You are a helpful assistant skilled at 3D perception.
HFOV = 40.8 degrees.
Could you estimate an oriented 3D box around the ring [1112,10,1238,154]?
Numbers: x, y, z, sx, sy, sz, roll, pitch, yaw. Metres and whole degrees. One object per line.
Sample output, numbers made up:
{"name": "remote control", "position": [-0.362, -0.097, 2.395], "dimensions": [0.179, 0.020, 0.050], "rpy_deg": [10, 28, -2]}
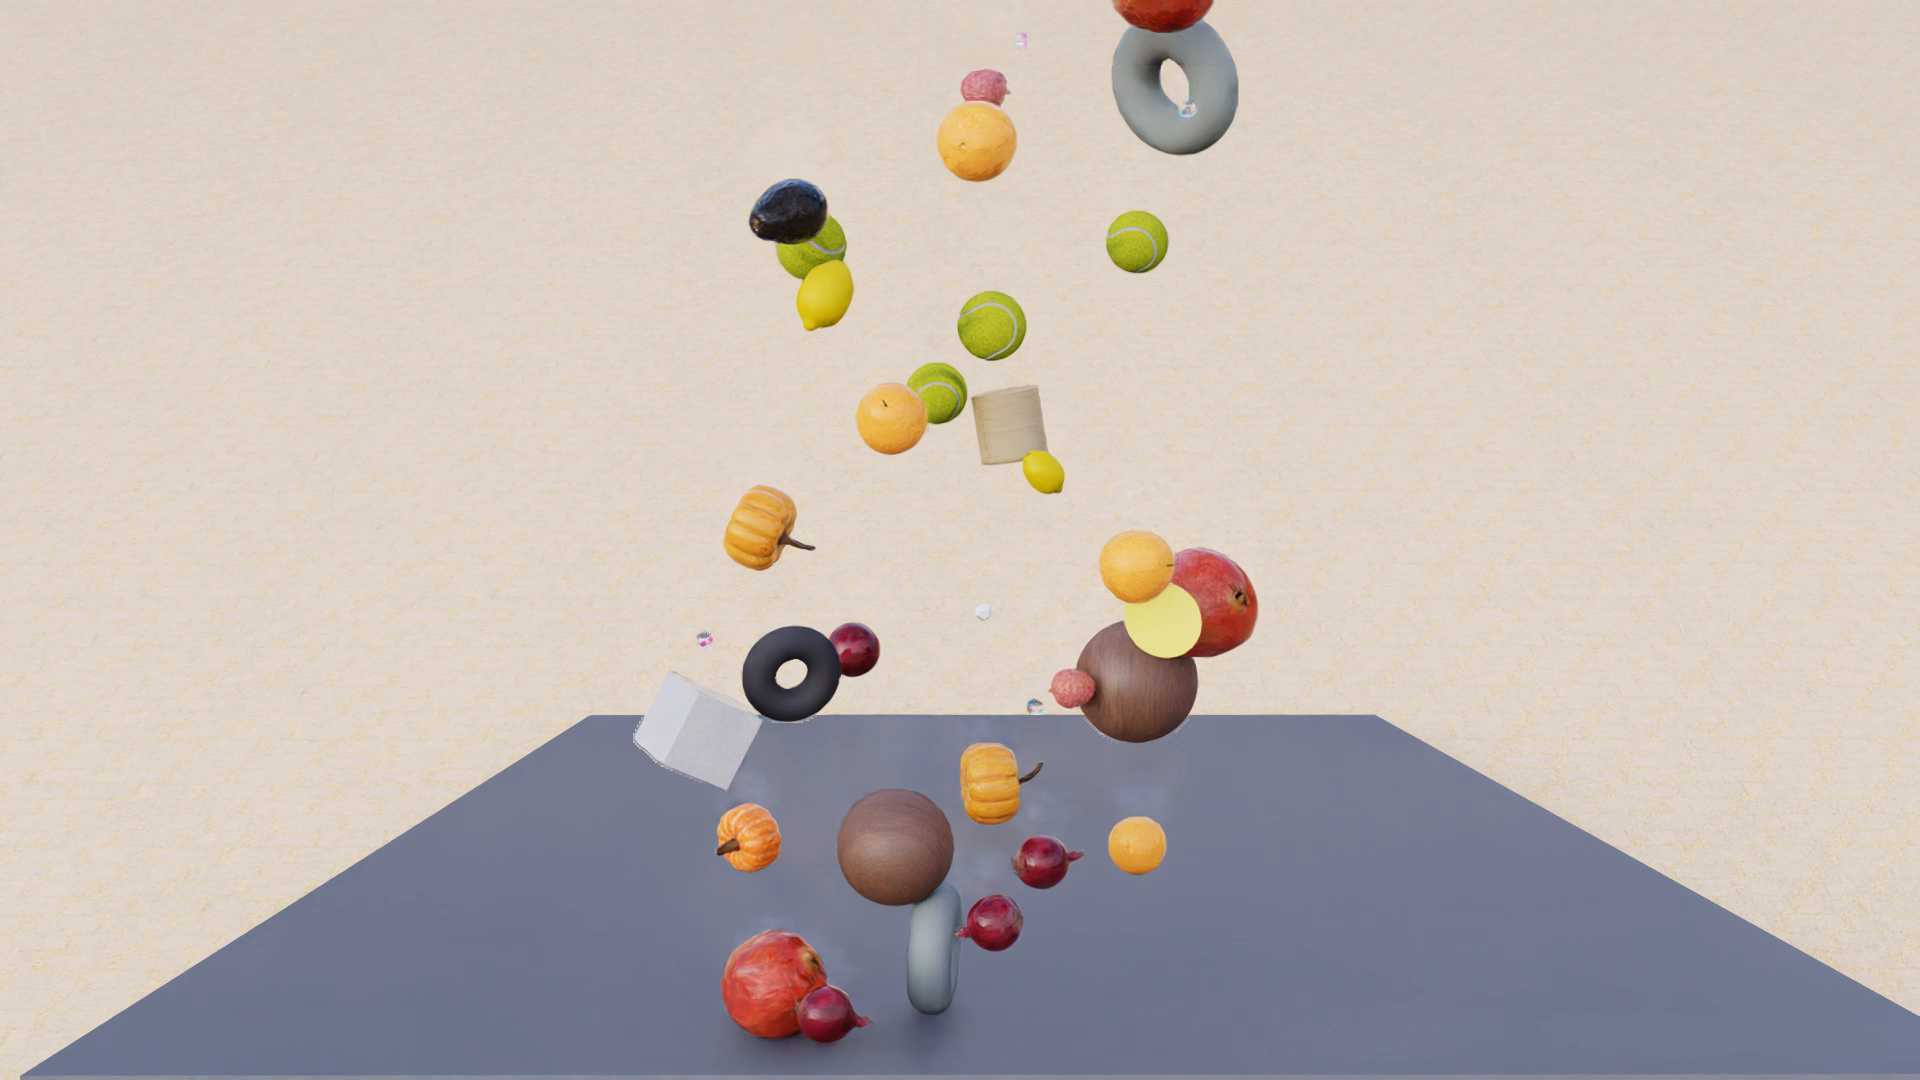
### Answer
{"name": "ring", "position": [0.215, -0.458, 2.586], "dimensions": [0.147, 0.147, 0.049], "rpy_deg": [21, 35, 36]}

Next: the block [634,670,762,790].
{"name": "block", "position": [-0.266, 0.193, 2.620], "dimensions": [0.080, 0.080, 0.080], "rpy_deg": [27, 1, -32]}

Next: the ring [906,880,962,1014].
{"name": "ring", "position": [-0.029, 0.455, 2.883], "dimensions": [0.050, 0.149, 0.149], "rpy_deg": [4, 27, 6]}

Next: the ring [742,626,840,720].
{"name": "ring", "position": [-0.172, 0.137, 2.634], "dimensions": [0.104, 0.104, 0.035], "rpy_deg": [-9, 22, -18]}

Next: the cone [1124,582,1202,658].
{"name": "cone", "position": [0.192, 0.092, 2.586], "dimensions": [0.080, 0.080, 0.080], "rpy_deg": [4, 70, -12]}

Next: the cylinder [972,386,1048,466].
{"name": "cylinder", "position": [0.056, -0.129, 2.891], "dimensions": [0.076, 0.076, 0.076], "rpy_deg": [-9, 8, 1]}

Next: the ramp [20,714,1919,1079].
{"name": "ramp", "position": [0.060, 0.540, 4.576], "dimensions": [2.000, 0.100, 4.000], "rpy_deg": [0, 1, 0]}
